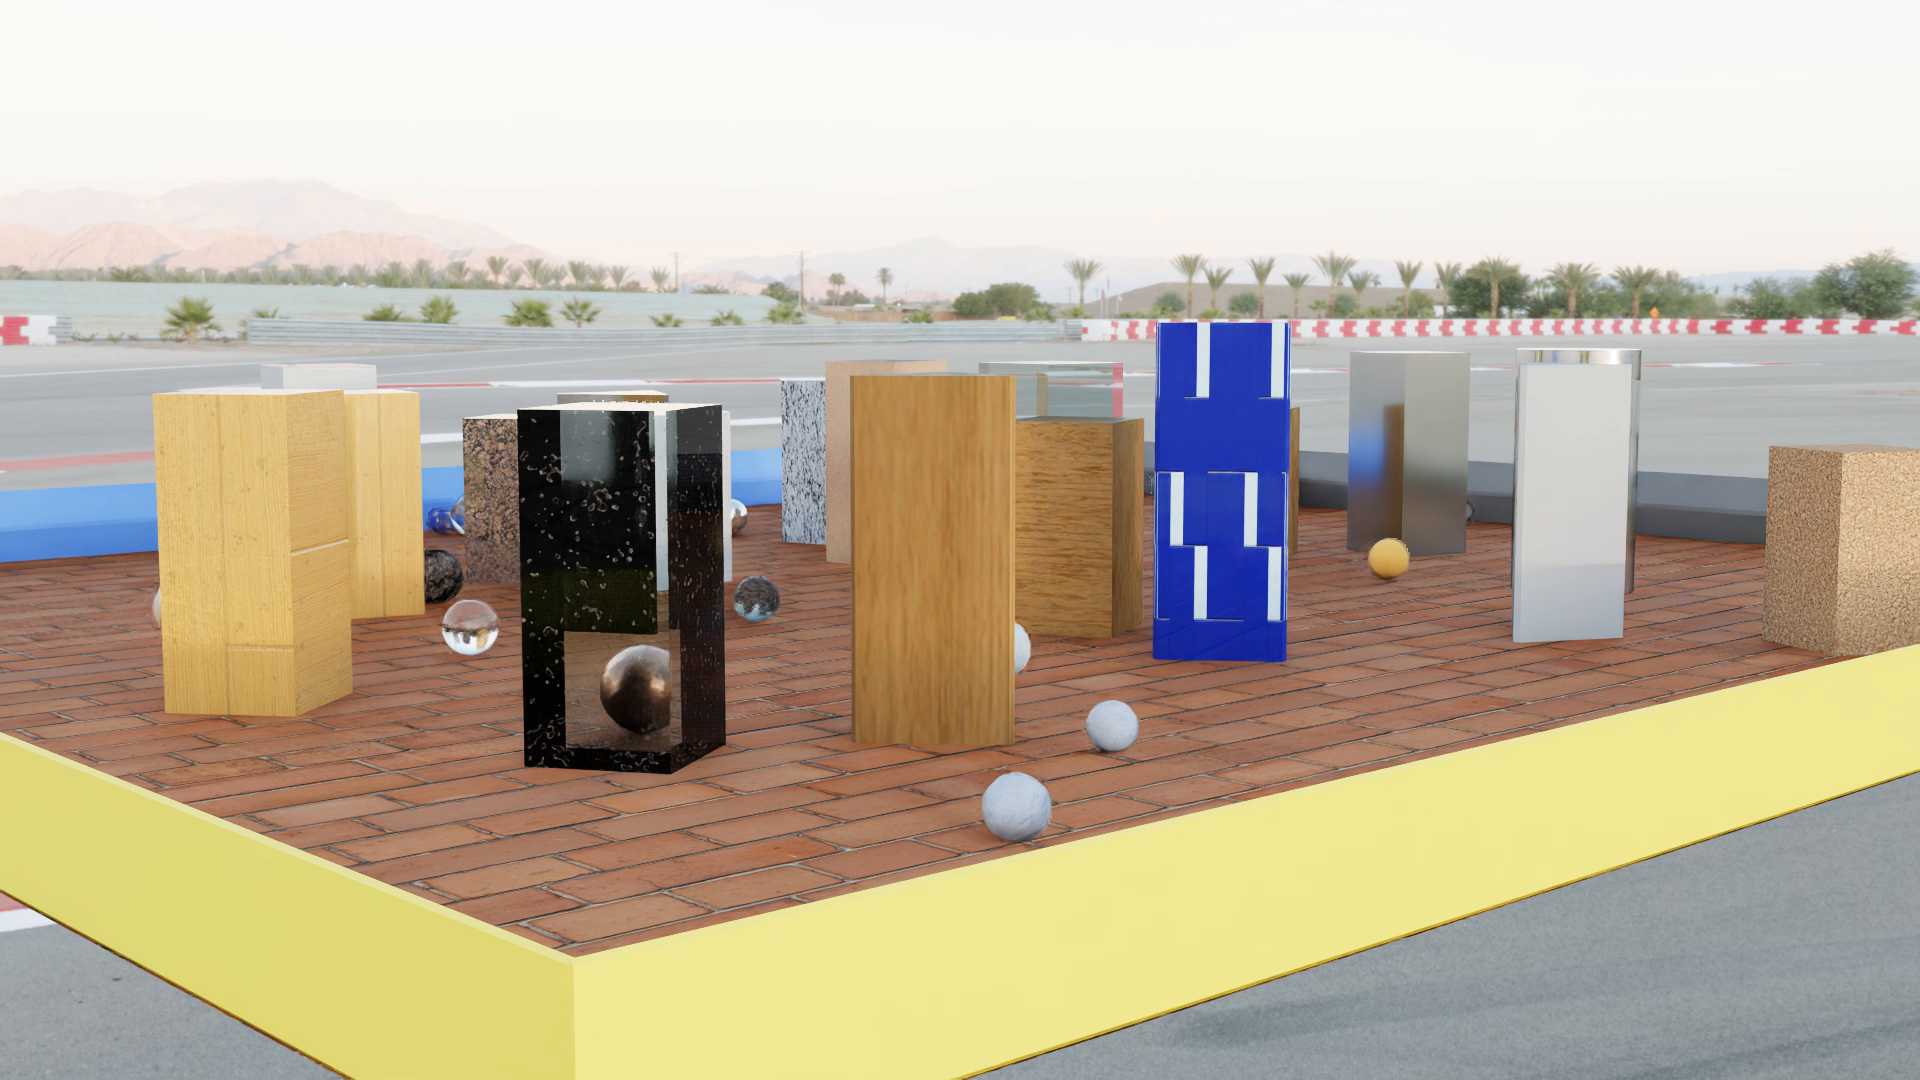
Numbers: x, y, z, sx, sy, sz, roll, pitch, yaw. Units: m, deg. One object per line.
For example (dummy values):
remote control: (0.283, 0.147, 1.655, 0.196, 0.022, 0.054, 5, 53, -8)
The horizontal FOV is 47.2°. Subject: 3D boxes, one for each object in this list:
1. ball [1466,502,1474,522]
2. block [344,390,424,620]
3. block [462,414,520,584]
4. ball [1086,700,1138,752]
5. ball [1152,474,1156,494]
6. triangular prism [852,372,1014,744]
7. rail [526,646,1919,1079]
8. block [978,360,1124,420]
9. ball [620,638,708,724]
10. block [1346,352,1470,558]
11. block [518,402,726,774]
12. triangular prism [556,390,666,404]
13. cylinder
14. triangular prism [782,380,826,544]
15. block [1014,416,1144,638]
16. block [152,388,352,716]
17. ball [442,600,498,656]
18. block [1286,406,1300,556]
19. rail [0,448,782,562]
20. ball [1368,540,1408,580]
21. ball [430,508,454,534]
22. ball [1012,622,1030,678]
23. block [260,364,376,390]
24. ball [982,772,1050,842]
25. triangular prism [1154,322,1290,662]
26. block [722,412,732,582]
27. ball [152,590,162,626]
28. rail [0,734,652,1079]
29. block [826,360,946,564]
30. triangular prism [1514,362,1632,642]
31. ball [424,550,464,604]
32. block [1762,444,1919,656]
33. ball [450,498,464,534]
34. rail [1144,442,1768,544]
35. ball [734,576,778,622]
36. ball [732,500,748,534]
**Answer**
ball: (1.049, -0.060, 4.586, 0.045, 0.045, 0.045, 0, 6, 0)
block: (-0.884, -0.055, 3.222, 0.152, 0.323, 0.152, -3, 7, -29)
block: (-0.715, -0.070, 3.627, 0.152, 0.267, 0.152, 1, 6, 11)
ball: (0.153, 0.187, 2.212, 0.052, 0.052, 0.052, 0, 6, 0)
ball: (0.484, -0.133, 5.157, 0.070, 0.070, 0.070, 0, 6, 0)
triangular prism: (-0.023, 0.014, 2.308, 0.165, 0.376, 0.142, 0, 6, 4)
rail: (1.021, 0.148, 2.232, 3.340, 0.123, 0.045, -6, 8, -42)
block: (0.135, -0.083, 3.289, 0.152, 0.364, 0.152, -5, 8, -40)
ball: (-0.318, 0.151, 2.363, 0.093, 0.093, 0.093, 0, 6, 0)
block: (0.818, -0.160, 4.018, 0.152, 0.364, 0.152, -3, 7, -29)
block: (-0.332, 0.042, 2.179, 0.152, 0.348, 0.152, 2, 6, 14)
triangular prism: (-0.466, -0.047, 3.133, 0.165, 0.325, 0.142, 2, 6, 14)
cylinder: (0.974, -0.112, 3.481, 0.190, 0.380, 0.190, 0, 6, 0)
triangular prism: (-0.232, -0.151, 4.207, 0.165, 0.307, 0.142, 4, 7, 33)
block: (0.161, -0.022, 3.058, 0.152, 0.291, 0.152, 2, 6, 20)
block: (-0.791, 0.009, 2.471, 0.152, 0.351, 0.152, 1, 6, 8)
ball: (-0.630, 0.112, 2.829, 0.071, 0.071, 0.071, 0, 6, 0)
block: (0.519, -0.106, 3.973, 0.152, 0.265, 0.152, 3, 7, 23)
rail: (-1.021, -0.084, 4.433, 3.340, 0.123, 0.045, -6, 8, -42)
ball: (0.704, 0.032, 3.619, 0.066, 0.066, 0.066, 0, 6, 0)
ball: (-1.021, -0.037, 4.338, 0.051, 0.051, 0.051, 0, 6, 0)
ball: (0.047, 0.130, 2.638, 0.076, 0.076, 0.076, 0, 6, 0)
block: (-1.072, -0.118, 3.690, 0.152, 0.350, 0.152, -4, 7, -31)
ball: (0.047, 0.223, 1.840, 0.058, 0.058, 0.058, 0, 6, 0)
triangular prism: (0.338, -0.067, 2.837, 0.165, 0.426, 0.142, 1, 6, 7)
block: (-0.480, -0.072, 3.594, 0.152, 0.277, 0.152, -5, 8, -39)
ball: (-1.057, 0.091, 2.995, 0.080, 0.080, 0.080, 0, 6, 0)
rail: (-1.210, 0.149, 2.222, 0.045, 0.123, 3.059, -6, 8, -42)
block: (-0.129, -0.139, 3.868, 0.152, 0.353, 0.152, 4, 7, 35)
triangular prism: (0.801, -0.056, 3.010, 0.165, 0.369, 0.142, -2, 6, -17)
ball: (-0.790, 0.056, 3.309, 0.084, 0.084, 0.084, 0, 6, 0)
block: (1.175, 0.009, 2.901, 0.152, 0.261, 0.152, -2, 6, -15)
ball: (-0.960, -0.048, 4.316, 0.078, 0.078, 0.078, 0, 6, 0)
rail: (1.210, -0.085, 4.442, 0.045, 0.123, 3.059, -6, 8, -42)
ball: (-0.290, 0.085, 3.125, 0.064, 0.064, 0.064, 0, 6, 0)
ball: (-0.453, -0.045, 4.331, 0.070, 0.070, 0.070, 0, 6, 0)
